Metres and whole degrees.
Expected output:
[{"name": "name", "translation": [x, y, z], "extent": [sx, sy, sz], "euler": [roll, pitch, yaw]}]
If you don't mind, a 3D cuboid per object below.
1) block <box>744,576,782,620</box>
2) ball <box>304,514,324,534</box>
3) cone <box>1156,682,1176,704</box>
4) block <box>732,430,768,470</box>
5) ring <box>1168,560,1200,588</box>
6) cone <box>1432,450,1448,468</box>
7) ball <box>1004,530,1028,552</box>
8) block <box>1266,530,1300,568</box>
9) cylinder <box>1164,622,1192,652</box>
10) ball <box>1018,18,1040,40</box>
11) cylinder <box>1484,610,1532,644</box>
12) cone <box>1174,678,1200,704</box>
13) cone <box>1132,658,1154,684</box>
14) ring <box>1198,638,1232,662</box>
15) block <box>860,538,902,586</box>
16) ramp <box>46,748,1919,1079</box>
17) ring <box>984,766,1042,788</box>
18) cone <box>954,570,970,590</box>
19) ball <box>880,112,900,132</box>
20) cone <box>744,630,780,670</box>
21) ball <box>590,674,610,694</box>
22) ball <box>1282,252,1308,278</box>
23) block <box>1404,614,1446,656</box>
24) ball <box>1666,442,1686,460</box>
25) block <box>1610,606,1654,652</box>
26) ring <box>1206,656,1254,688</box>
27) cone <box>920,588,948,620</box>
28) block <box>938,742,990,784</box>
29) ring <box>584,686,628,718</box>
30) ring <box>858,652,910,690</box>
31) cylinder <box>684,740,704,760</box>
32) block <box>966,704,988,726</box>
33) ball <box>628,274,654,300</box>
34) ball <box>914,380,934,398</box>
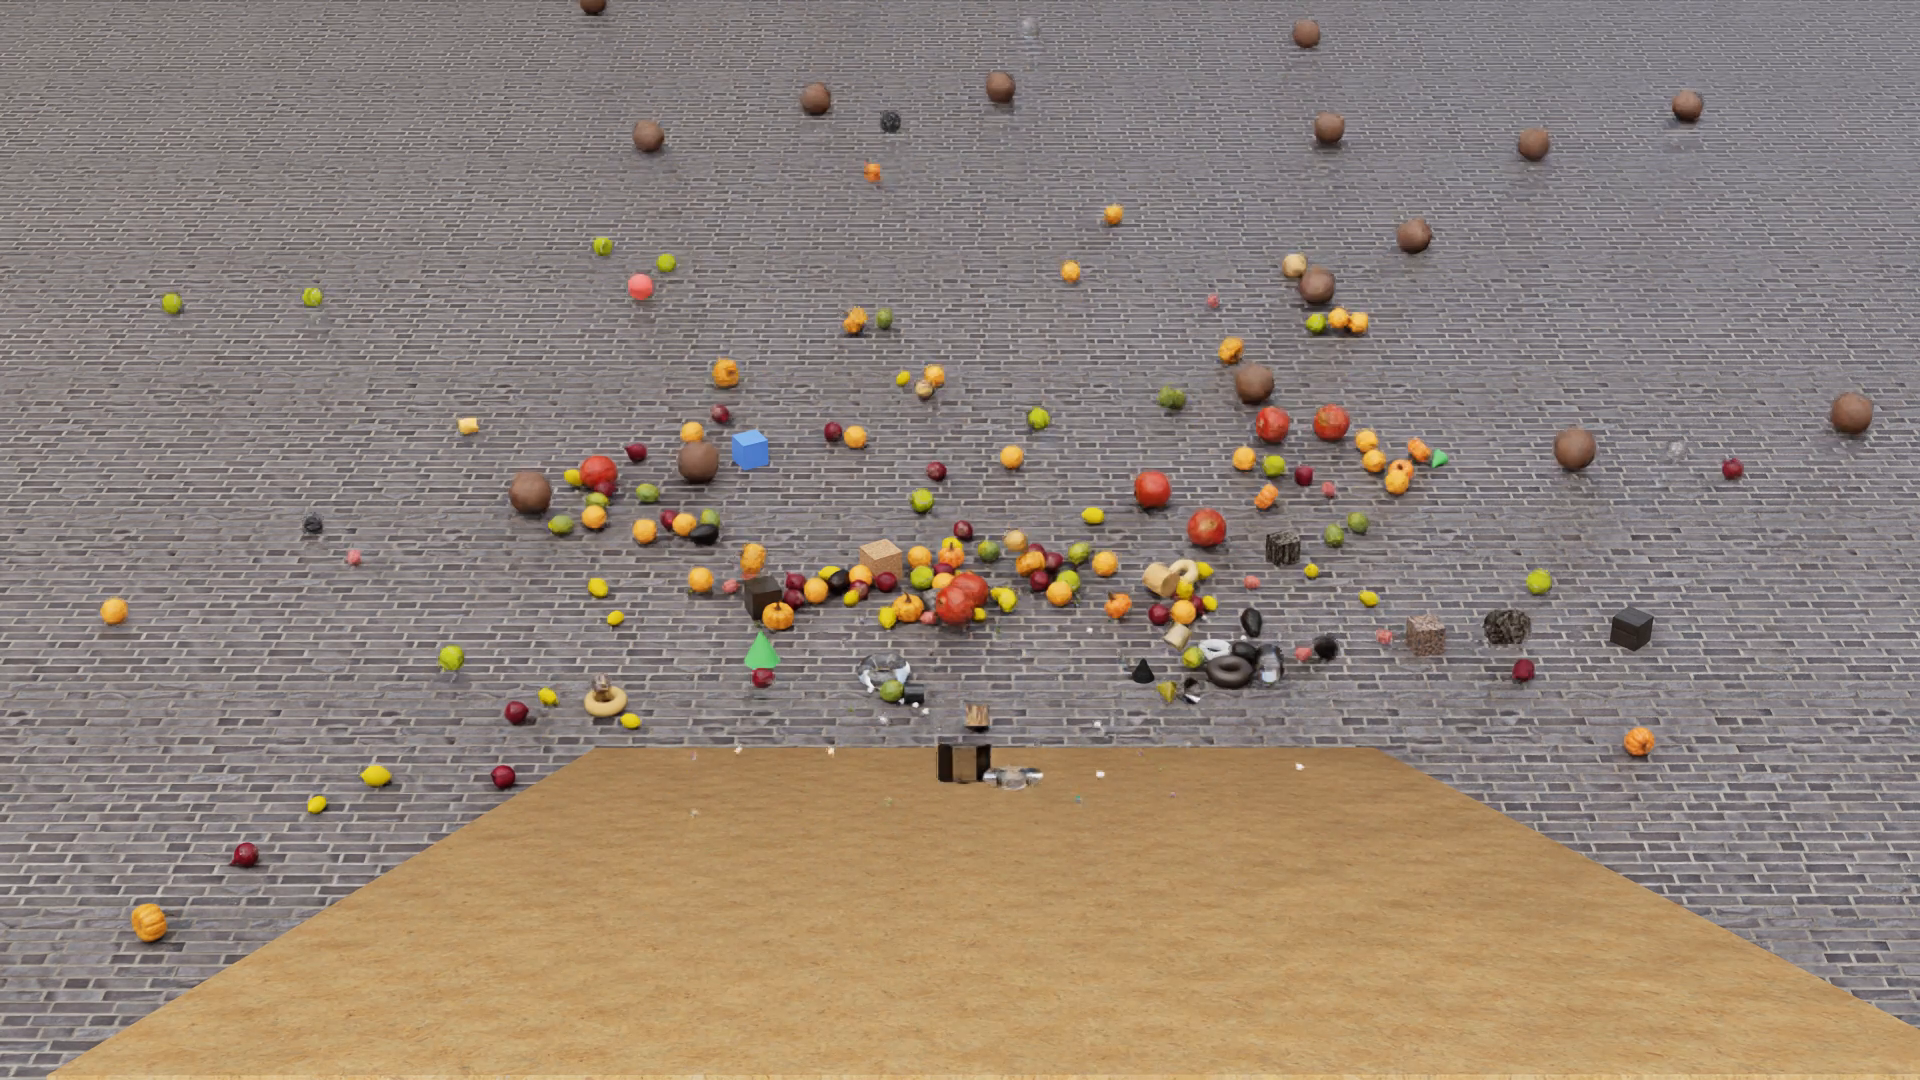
[{"name": "block", "translation": [-0.562, 0.166, 7.382], "extent": [0.087, 0.087, 0.087], "euler": [-11, 31, -18]}, {"name": "ball", "translation": [-1.947, -0.048, 7.791], "extent": [0.056, 0.056, 0.056], "euler": [0, 29, 0]}, {"name": "cone", "translation": [0.564, 0.420, 6.992], "extent": [0.056, 0.056, 0.056], "euler": [-6, 58, -10]}, {"name": "block", "translation": [-0.664, -0.285, 8.182], "extent": [0.086, 0.086, 0.086], "euler": [-15, 33, -25]}, {"name": "ring", "translation": [0.647, 0.099, 7.522], "extent": [0.103, 0.034, 0.103], "euler": [-18, 42, 17]}, {"name": "cone", "translation": [1.507, -0.246, 8.174], "extent": [0.055, 0.055, 0.055], "euler": [25, 65, 37]}, {"name": "ball", "translation": [0.162, 0.004, 7.502], "extent": [0.065, 0.065, 0.065], "euler": [0, 29, 0]}, {"name": "block", "translation": [0.954, 0.025, 7.644], "extent": [0.074, 0.074, 0.074], "euler": [-11, 31, -18]}, {"name": "cylinder", "translation": [0.600, 0.266, 7.116], "extent": [0.059, 0.059, 0.059], "euler": [29, 78, 41]}, {"name": "ball", "translation": [0.317, -2.334, 11.805], "extent": [0.097, 0.097, 0.097], "euler": [0, 29, 0]}, {"name": "cylinder", "translation": [1.494, 0.238, 7.060], "extent": [0.092, 0.092, 0.092], "euler": [-15, 4, -24]}, {"name": "cone", "translation": [0.600, 0.412, 7.001], "extent": [0.072, 0.072, 0.072], "euler": [-10, 16, 43]}, {"name": "cone", "translation": [0.502, 0.348, 7.080], "extent": [0.065, 0.065, 0.065], "euler": [0, 29, 0]}, {"name": "ring", "translation": [0.708, 0.309, 7.183], "extent": [0.100, 0.033, 0.100], "euler": [-1, 30, 1]}, {"name": "block", "translation": [-0.231, 0.066, 7.552], "extent": [0.092, 0.092, 0.092], "euler": [-17, 34, -28]}, {"name": "ramp", "translation": [0.066, 0.589, 4.641], "extent": [2.000, 0.100, 4.000], "euler": [0, 0, 0]}, {"name": "ring", "translation": [0.115, 0.515, 5.618], "extent": [0.129, 0.043, 0.129], "euler": [-1, 1, 0]}, {"name": "cone", "translation": [-0.006, 0.127, 7.513], "extent": [0.055, 0.055, 0.055], "euler": [18, 61, 28]}, {"name": "ball", "translation": [-0.289, -1.738, 10.757], "extent": [0.087, 0.087, 0.087], "euler": [0, 29, 0]}, {"name": "cone", "translation": [-0.549, 0.290, 7.147], "extent": [0.099, 0.099, 0.099], "euler": [0, 29, 0]}, {"name": "ball", "translation": [-0.965, 0.388, 6.945], "extent": [0.052, 0.052, 0.052], "euler": [0, 29, 0]}, {"name": "ball", "translation": [1.222, -1.003, 9.448], "extent": [0.092, 0.092, 0.092], "euler": [0, 29, 0]}, {"name": "block", "translation": [1.297, 0.265, 7.209], "extent": [0.083, 0.083, 0.083], "euler": [-6, 30, -10]}, {"name": "ball", "translation": [2.272, -0.284, 8.208], "extent": [0.058, 0.058, 0.058], "euler": [0, 29, 0]}, {"name": "block", "translation": [1.881, 0.248, 7.241], "extent": [0.081, 0.081, 0.081], "euler": [26, 38, 37]}, {"name": "ring", "translation": [0.738, 0.359, 7.083], "extent": [0.132, 0.044, 0.132], "euler": [1, 28, -1]}, {"name": "cone", "translation": [-0.069, 0.195, 7.381], "extent": [0.082, 0.082, 0.082], "euler": [-3, 56, -6]}, {"name": "block", "translation": [0.011, 0.495, 5.751], "extent": [0.082, 0.082, 0.082], "euler": [0, 0, -40]}, {"name": "ring", "translation": [-0.952, 0.434, 6.954], "extent": [0.118, 0.039, 0.118], "euler": [-2, 32, 2]}, {"name": "ring", "translation": [-0.209, 0.358, 7.081], "extent": [0.145, 0.048, 0.145], "euler": [-1, 30, 0]}, {"name": "cylinder", "translation": [-0.647, 0.524, 6.295], "extent": [0.050, 0.050, 0.050], "euler": [4, 35, -3]}, {"name": "block", "translation": [0.045, 0.466, 6.860], "extent": [0.055, 0.055, 0.055], "euler": [2, -5, 3]}, {"name": "ball", "translation": [-1.146, -0.908, 9.280], "extent": [0.092, 0.092, 0.092], "euler": [0, 29, 0]}, {"name": "ball", "translation": [-0.119, -0.500, 8.587], "extent": [0.062, 0.062, 0.062], "euler": [0, 29, 0]}]
